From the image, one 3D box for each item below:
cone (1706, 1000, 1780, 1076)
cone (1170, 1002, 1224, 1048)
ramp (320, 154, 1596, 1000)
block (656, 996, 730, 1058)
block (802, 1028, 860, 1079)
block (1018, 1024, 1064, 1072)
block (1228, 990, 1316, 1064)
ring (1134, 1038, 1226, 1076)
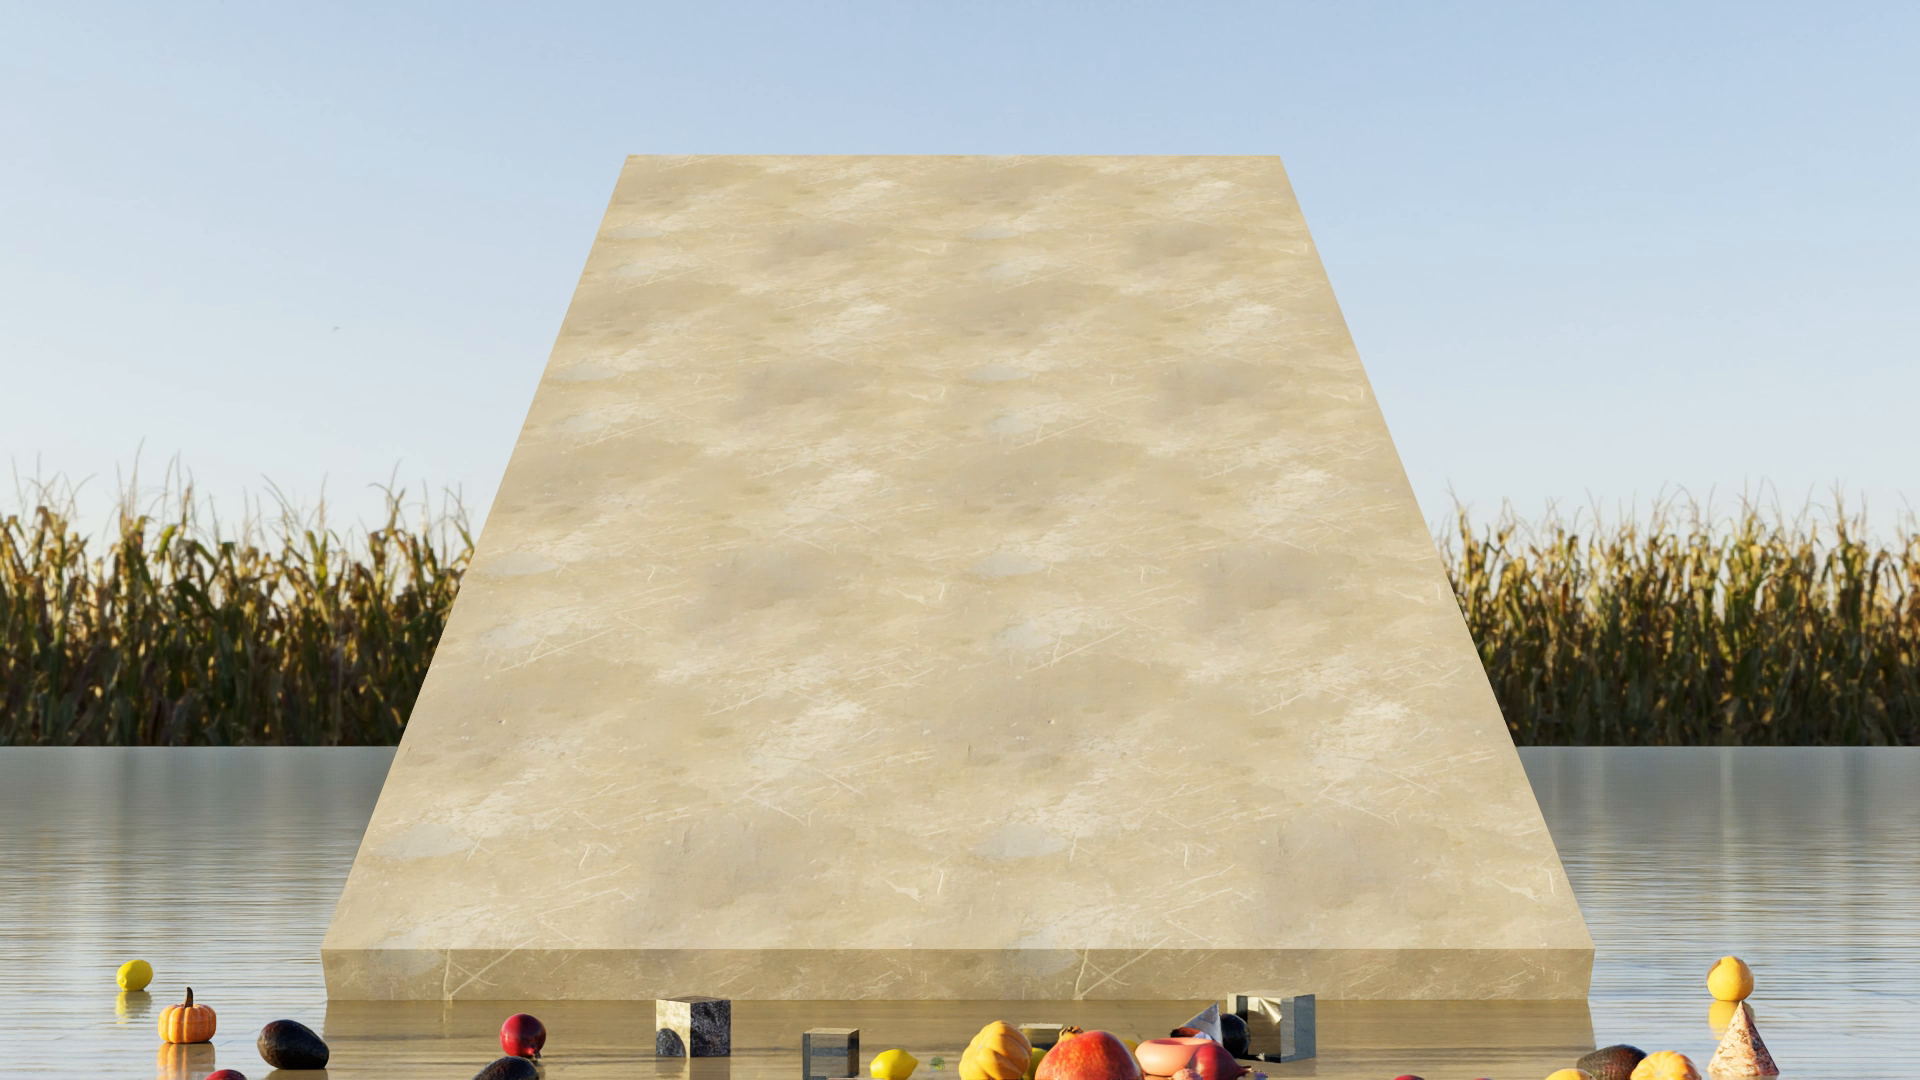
[{"bbox_3d":[0.976,0.619,2.962,0.087,0.087,0.087,0,-5,0],"label":"cone"},{"bbox_3d":[0.315,0.616,3.022,0.073,0.073,0.073,19,-40,17],"label":"cone"},{"bbox_3d":[-0.011,-0.226,5.525,2.000,0.100,4.000,0,27,0],"label":"ramp"},{"bbox_3d":[-0.352,0.642,3.136,0.069,0.069,0.069,-5,-7,44],"label":"block"},{"bbox_3d":[-0.158,0.629,2.905,0.056,0.056,0.056,-1,-5,12],"label":"block"},{"bbox_3d":[0.102,0.637,2.980,0.053,0.053,0.053,0,-5,5],"label":"block"},{"bbox_3d":[0.406,0.632,3.090,0.082,0.082,0.082,-4,-6,41],"label":"block"},{"bbox_3d":[0.274,0.643,2.951,0.114,0.038,0.114,-1,-5,0],"label":"ring"}]
